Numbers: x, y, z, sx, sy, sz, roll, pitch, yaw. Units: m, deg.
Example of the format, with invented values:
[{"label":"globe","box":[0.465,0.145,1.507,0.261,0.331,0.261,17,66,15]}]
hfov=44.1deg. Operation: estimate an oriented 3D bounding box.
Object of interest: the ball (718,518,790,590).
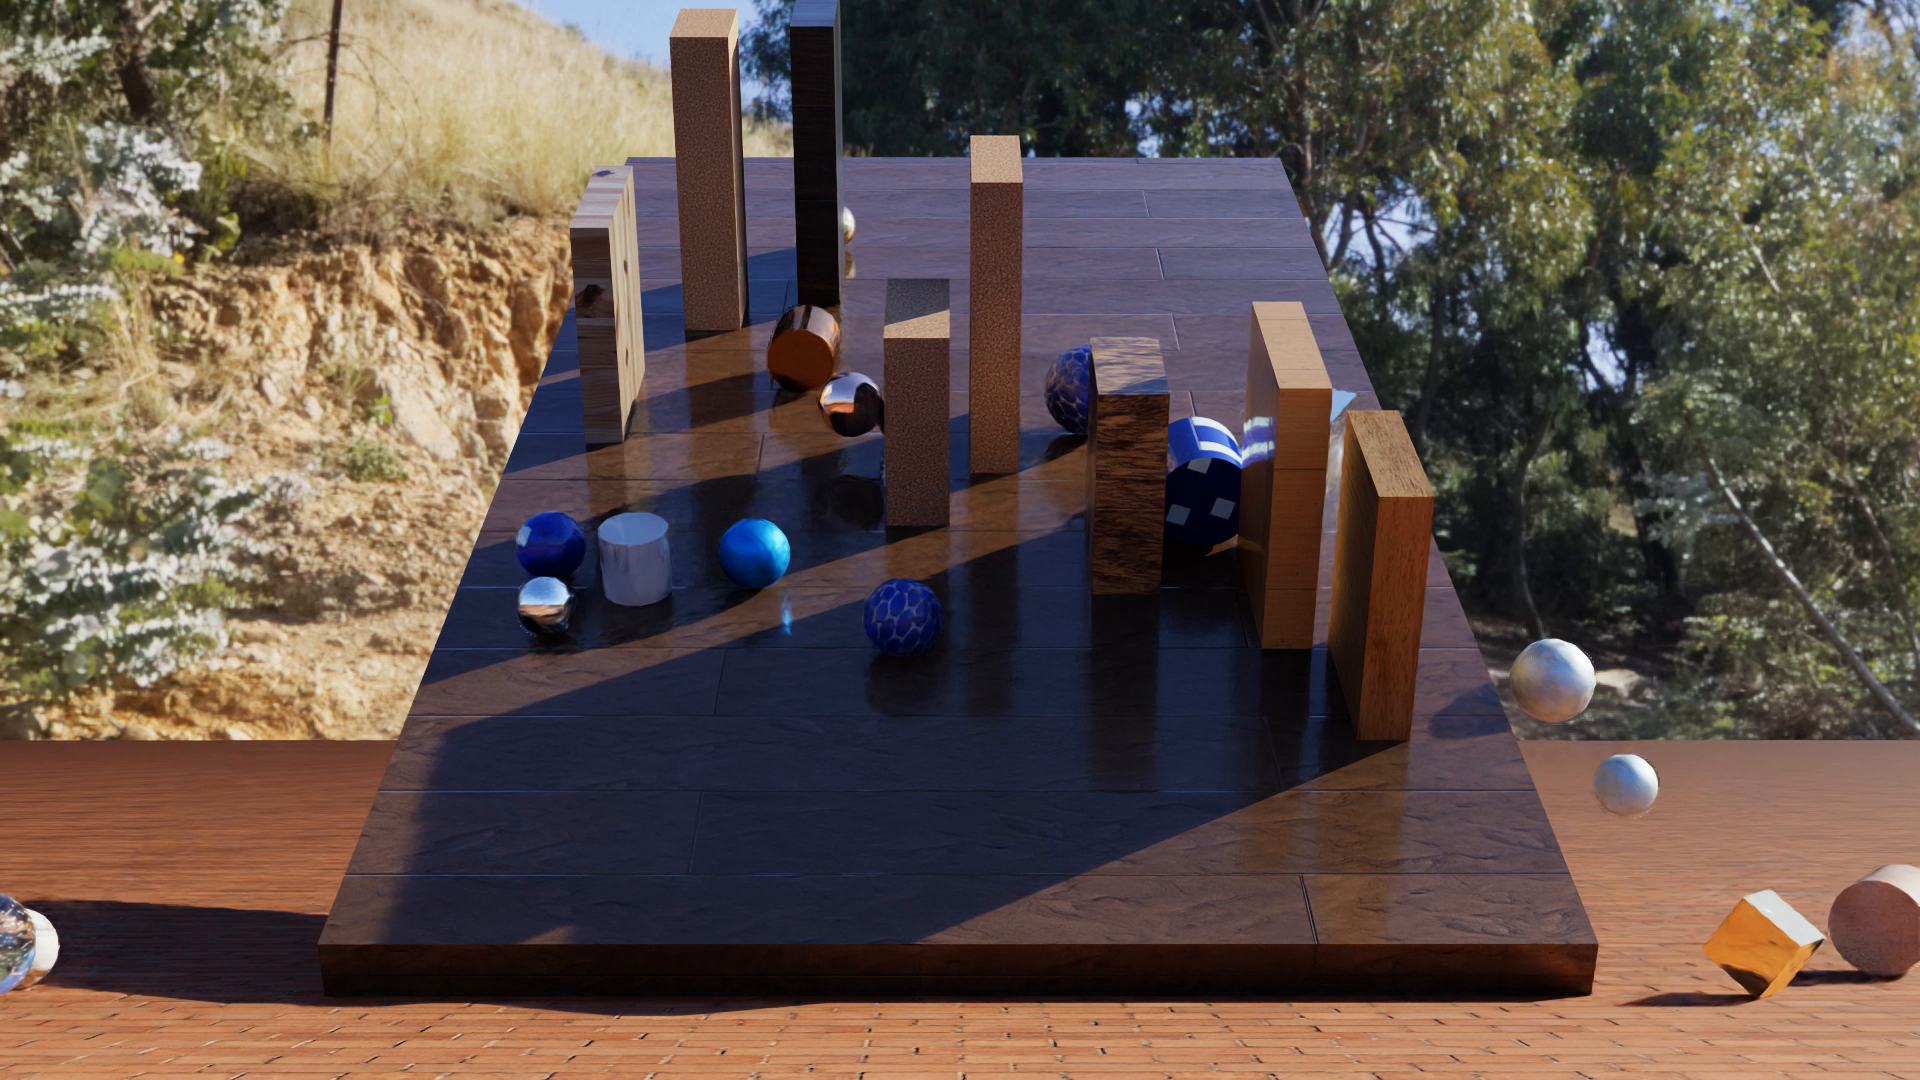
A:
[{"label":"ball","box":[-0.411,0.027,4.728,0.144,0.144,0.144,0,-5,0]}]

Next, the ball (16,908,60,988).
[{"label":"ball","box":[-1.534,0.664,3.849,0.130,0.130,0.130,0,-5,0]}]

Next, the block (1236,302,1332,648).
[{"label":"block","box":[0.626,-0.131,4.607,0.097,0.541,0.435,0,27,0]}]

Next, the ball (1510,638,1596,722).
[{"label":"ball","box":[1.101,0.261,4.403,0.155,0.155,0.155,0,-5,0]}]

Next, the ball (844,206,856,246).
[{"label":"ball","box":[-0.349,-0.864,6.512,0.126,0.126,0.126,0,-5,0]}]

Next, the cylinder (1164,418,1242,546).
[{"label":"cylinder","box":[0.501,-0.123,4.965,0.204,0.204,0.204,0,27,-3]}]

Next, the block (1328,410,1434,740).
[{"label":"block","box":[0.758,0.060,4.293,0.095,0.483,0.365,0,27,0]}]

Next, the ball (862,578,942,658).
[{"label":"ball","box":[-0.108,0.147,4.484,0.151,0.151,0.151,0,-5,0]}]

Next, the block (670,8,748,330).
[{"label":"block","box":[-0.625,-0.927,5.944,0.141,0.749,0.271,0,27,0]}]

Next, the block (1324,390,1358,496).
[{"label":"block","box":[0.754,-0.226,5.202,0.174,0.174,0.174,13,30,24]}]

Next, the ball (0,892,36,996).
[{"label":"ball","box":[-1.516,0.625,3.650,0.175,0.175,0.175,0,-5,0]}]

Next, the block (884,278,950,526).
[{"label":"block","box":[-0.090,-0.298,5.059,0.134,0.426,0.344,0,27,0]}]

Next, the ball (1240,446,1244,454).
[{"label":"ball","box":[0.652,-0.152,5.102,0.132,0.132,0.132,0,-5,0]}]

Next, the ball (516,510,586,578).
[{"label":"ball","box":[-0.822,0.011,4.762,0.140,0.140,0.140,0,-5,0]}]

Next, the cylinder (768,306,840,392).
[{"label":"cylinder","box":[-0.373,-0.460,5.675,0.158,0.158,0.158,0,27,4]}]

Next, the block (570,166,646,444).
[{"label":"block","box":[-0.807,-0.547,5.451,0.085,0.514,0.435,0,27,0]}]

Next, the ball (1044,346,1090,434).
[{"label":"ball","box":[0.291,-0.342,5.399,0.202,0.202,0.202,0,-5,0]}]

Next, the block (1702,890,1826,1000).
[{"label":"block","box":[1.267,0.636,3.733,0.113,0.113,0.113,0,37,-51]}]

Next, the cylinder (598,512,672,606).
[{"label":"cylinder","box":[-0.645,0.038,4.705,0.138,0.138,0.138,-1,29,0]}]

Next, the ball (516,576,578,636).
[{"label":"ball","box":[-0.795,0.126,4.560,0.117,0.117,0.117,0,-5,0]}]

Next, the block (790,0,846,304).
[{"label":"block","box":[-0.367,-1.021,6.152,0.108,0.730,0.375,0,27,0]}]

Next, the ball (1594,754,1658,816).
[{"label":"ball","box":[1.248,0.460,4.440,0.117,0.117,0.117,0,-5,0]}]

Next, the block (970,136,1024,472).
[{"label":"block","box":[0.076,-0.521,5.232,0.107,0.669,0.327,0,27,0]}]

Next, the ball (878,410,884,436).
[{"label":"ball","box":[-0.121,-0.274,5.336,0.130,0.130,0.130,0,-5,0]}]

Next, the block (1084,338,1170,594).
[{"label":"block","box":[0.332,-0.151,4.763,0.137,0.434,0.292,0,27,0]}]

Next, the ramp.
[{"label":"ramp","box":[-0.010,-0.227,5.503,2.000,0.100,4.000,0,27,0]}]

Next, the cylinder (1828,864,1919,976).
[{"label":"cylinder","box":[1.605,0.654,4.085,0.163,0.163,0.163,-3,1,36]}]

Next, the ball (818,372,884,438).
[{"label":"ball","box":[-0.242,-0.301,5.261,0.145,0.145,0.145,0,-5,0]}]
